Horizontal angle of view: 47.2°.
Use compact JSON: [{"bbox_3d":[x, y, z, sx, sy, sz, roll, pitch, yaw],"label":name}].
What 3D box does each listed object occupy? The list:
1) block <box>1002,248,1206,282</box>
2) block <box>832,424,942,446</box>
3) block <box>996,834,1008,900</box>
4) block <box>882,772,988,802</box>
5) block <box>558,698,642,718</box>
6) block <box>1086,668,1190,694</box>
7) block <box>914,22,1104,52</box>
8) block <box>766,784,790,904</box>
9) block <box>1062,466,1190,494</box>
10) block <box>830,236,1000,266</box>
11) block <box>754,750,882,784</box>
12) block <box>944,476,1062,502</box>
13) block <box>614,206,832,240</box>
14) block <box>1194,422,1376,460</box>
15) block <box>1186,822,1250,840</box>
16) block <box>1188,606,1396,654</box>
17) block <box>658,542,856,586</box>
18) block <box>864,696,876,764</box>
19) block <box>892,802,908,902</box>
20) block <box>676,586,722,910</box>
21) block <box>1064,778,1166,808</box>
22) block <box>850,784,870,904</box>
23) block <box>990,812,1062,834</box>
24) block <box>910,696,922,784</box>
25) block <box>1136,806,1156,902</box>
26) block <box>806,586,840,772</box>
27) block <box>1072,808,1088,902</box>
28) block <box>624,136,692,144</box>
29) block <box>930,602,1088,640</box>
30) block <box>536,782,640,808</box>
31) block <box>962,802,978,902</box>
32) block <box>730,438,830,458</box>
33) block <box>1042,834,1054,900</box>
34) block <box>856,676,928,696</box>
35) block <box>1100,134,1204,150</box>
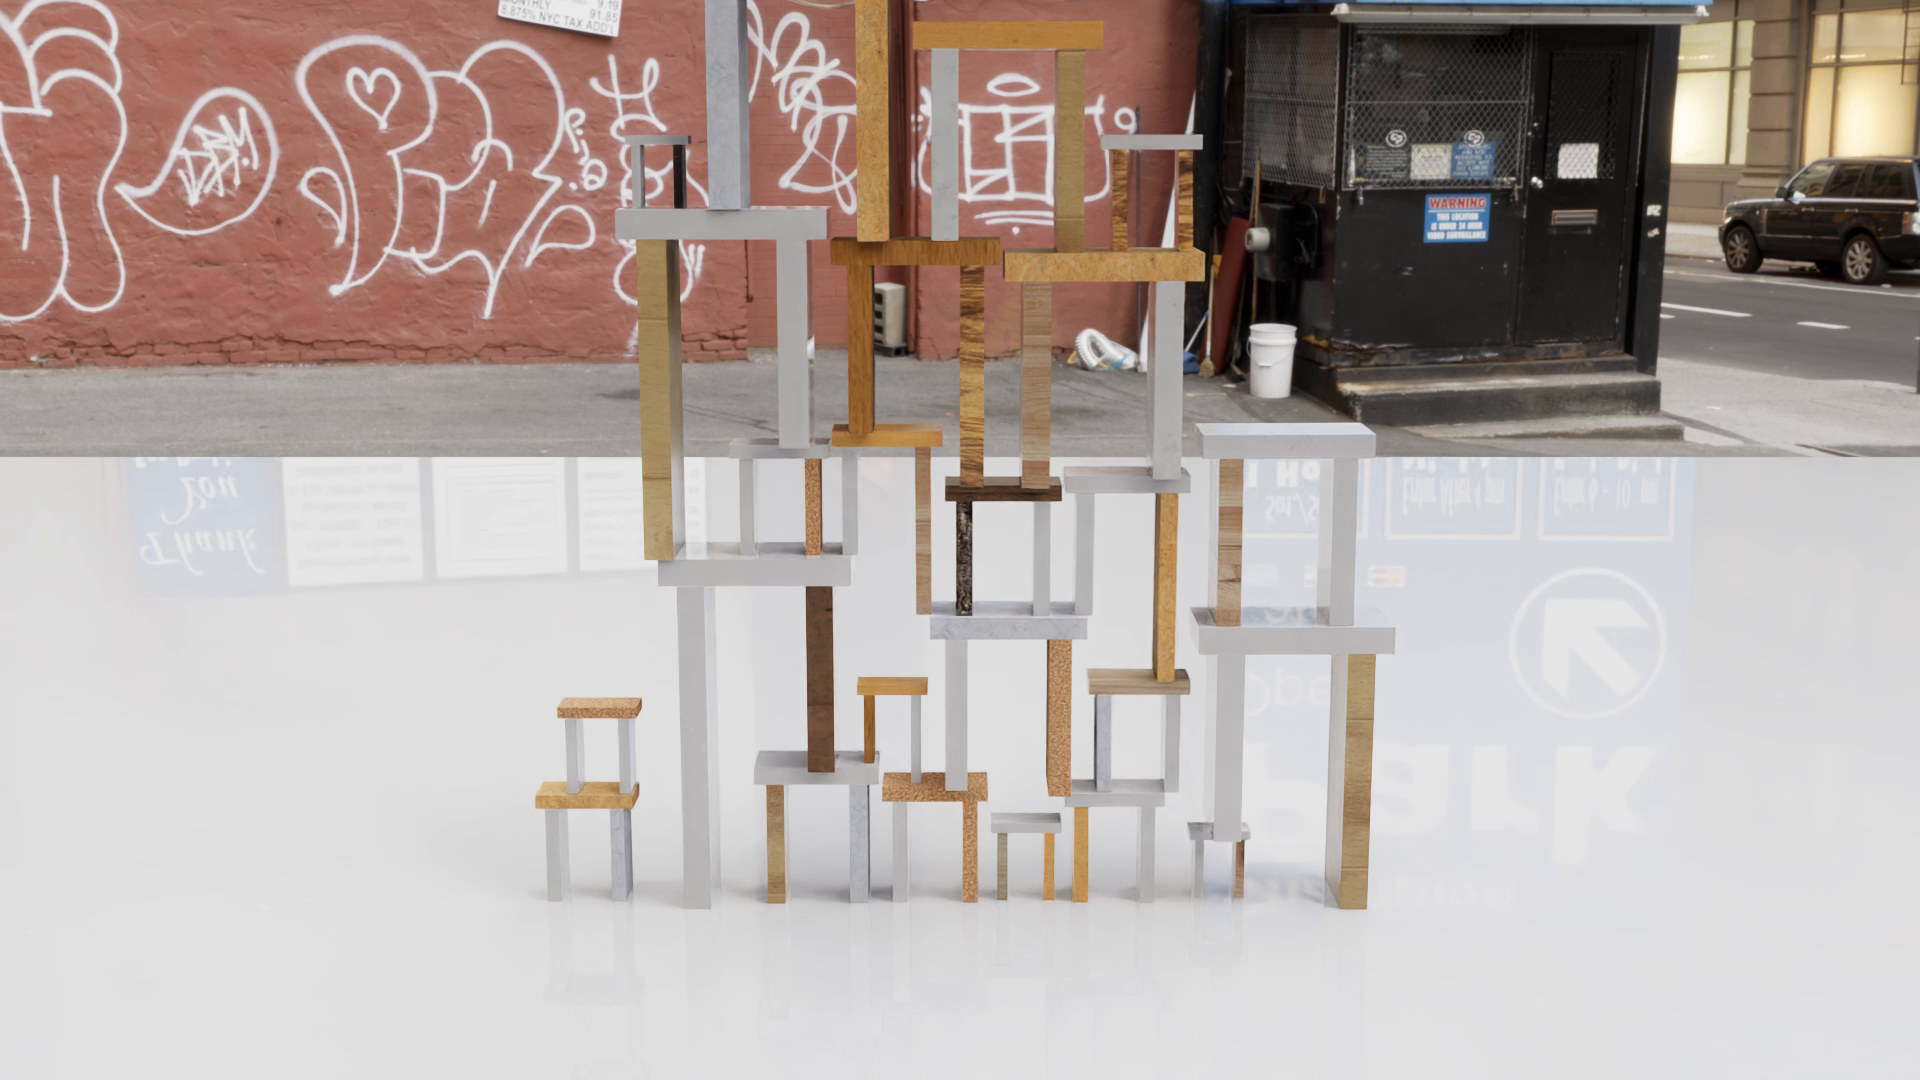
[{"bbox_3d":[0.224,-0.436,3.476,0.310,0.044,0.155,0,11,0],"label":"block"},{"bbox_3d":[-0.116,-0.168,3.532,0.175,0.025,0.088,0,10,0],"label":"block"},{"bbox_3d":[0.070,0.534,3.655,0.016,0.116,0.058,0,11,0],"label":"block"},{"bbox_3d":[-0.041,0.408,3.636,0.173,0.024,0.086,0,11,0],"label":"block"},{"bbox_3d":[-0.591,0.276,3.611,0.129,0.018,0.064,0,11,0],"label":"block"},{"bbox_3d":[0.292,0.232,3.605,0.165,0.023,0.082,0,11,0],"label":"block"},{"bbox_3d":[0.074,-0.781,3.415,0.290,0.041,0.145,0,11,0],"label":"block"},{"bbox_3d":[-0.302,0.490,3.653,0.029,0.203,0.102,0,11,0],"label":"block"},{"bbox_3d":[0.267,-0.097,3.546,0.199,0.028,0.099,0,11,0],"label":"block"},{"bbox_3d":[-0.069,-0.457,3.471,0.264,0.037,0.132,0,11,0],"label":"block"},{"bbox_3d":[-0.234,0.375,3.632,0.203,0.029,0.102,0,11,0],"label":"block"},{"bbox_3d":[0.069,-0.082,3.541,0.186,0.026,0.093,0,11,0],"label":"block"},{"bbox_3d":[-0.368,-0.501,3.466,0.325,0.046,0.162,0,11,0],"label":"block"},{"bbox_3d":[0.519,-0.160,3.528,0.271,0.038,0.135,0,11,0],"label":"block"},{"bbox_3d":[0.429,0.483,3.653,0.101,0.014,0.050,0,10,0],"label":"block"},{"bbox_3d":[0.538,0.147,3.589,0.313,0.044,0.157,0,11,0],"label":"block"},{"bbox_3d":[-0.326,0.038,3.568,0.307,0.043,0.153,0,11,0],"label":"block"},{"bbox_3d":[-0.149,0.304,3.621,0.016,0.115,0.058,0,11,0],"label":"block"},{"bbox_3d":[-0.098,0.505,3.653,0.024,0.173,0.086,0,11,0],"label":"block"},{"bbox_3d":[-0.429,0.325,3.621,0.043,0.539,0.153,0,11,0],"label":"block"},{"bbox_3d":[0.253,0.418,3.635,0.164,0.023,0.082,0,11,0],"label":"block"},{"bbox_3d":[-0.166,0.490,3.653,0.029,0.203,0.102,0,11,0],"label":"block"},{"bbox_3d":[0.109,0.468,3.643,0.116,0.016,0.058,0,11,0],"label":"block"},{"bbox_3d":[-0.072,0.321,3.625,0.016,0.150,0.058,0,11,0],"label":"block"},{"bbox_3d":[0.308,0.510,3.652,0.023,0.164,0.082,0,11,0],"label":"block"},{"bbox_3d":[-0.224,0.211,3.600,0.043,0.307,0.153,0,11,0],"label":"block"},{"bbox_3d":[0.199,0.510,3.652,0.023,0.164,0.082,0,11,0],"label":"block"},{"bbox_3d":[-0.472,-0.627,3.444,0.098,0.014,0.049,0,11,0],"label":"block"},{"bbox_3d":[0.078,0.130,3.585,0.252,0.036,0.126,0,11,0],"label":"block"},{"bbox_3d":[-0.616,0.422,3.639,0.159,0.023,0.080,0,11,0],"label":"block"},{"bbox_3d":[0.017,0.505,3.653,0.024,0.173,0.086,0,11,0],"label":"block"},{"bbox_3d":[-0.288,-0.147,3.530,0.157,0.022,0.078,0,10,0],"label":"block"},{"bbox_3d":[0.147,0.534,3.655,0.016,0.116,0.058,0,11,0],"label":"block"},{"bbox_3d":[-0.110,0.239,3.609,0.115,0.016,0.058,0,11,0],"label":"block"},{"bbox_3d":[0.299,-0.623,3.444,0.157,0.022,0.078,0,11,2],"label":"block"}]
